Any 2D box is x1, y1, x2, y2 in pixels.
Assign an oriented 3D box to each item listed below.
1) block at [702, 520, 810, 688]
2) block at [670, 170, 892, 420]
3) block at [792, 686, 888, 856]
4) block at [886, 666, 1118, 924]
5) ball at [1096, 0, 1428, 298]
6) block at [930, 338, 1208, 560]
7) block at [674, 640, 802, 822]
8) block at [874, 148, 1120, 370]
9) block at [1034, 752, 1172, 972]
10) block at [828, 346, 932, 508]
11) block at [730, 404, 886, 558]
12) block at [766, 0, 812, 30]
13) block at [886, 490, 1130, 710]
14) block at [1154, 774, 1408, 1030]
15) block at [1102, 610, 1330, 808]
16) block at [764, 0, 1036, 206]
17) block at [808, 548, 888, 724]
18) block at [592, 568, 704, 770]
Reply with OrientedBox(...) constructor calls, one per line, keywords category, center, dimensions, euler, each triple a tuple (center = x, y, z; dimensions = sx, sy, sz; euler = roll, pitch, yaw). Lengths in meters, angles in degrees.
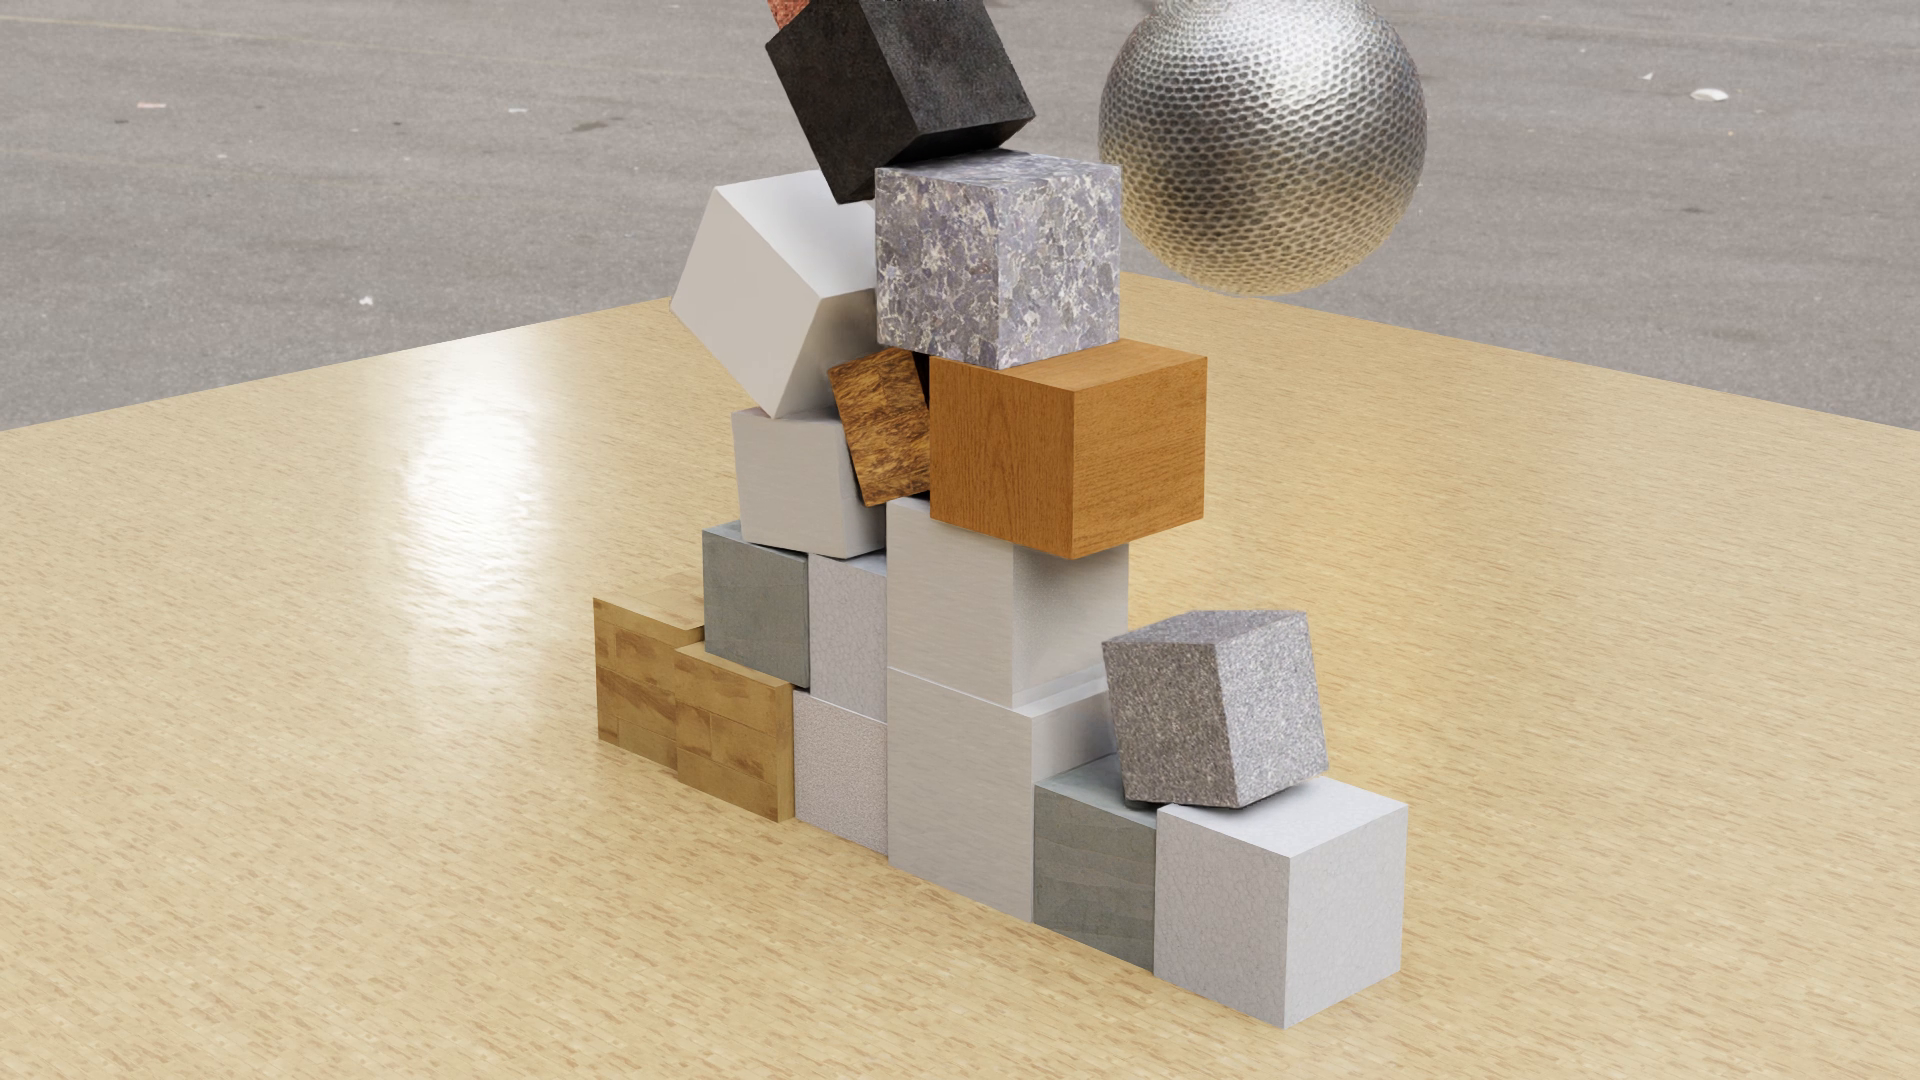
OrientedBox(category="block", center=(-0.737, 0.249, 14.204), dimensions=(0.707, 0.622, 0.726), euler=(-17, 24, -42))
OrientedBox(category="block", center=(-0.742, -1.167, 13.770), dimensions=(0.722, 0.721, 0.834), euler=(-16, 53, -42))
OrientedBox(category="block", center=(-0.295, 1.026, 13.993), dimensions=(0.710, 0.652, 0.695), euler=(17, 24, 42))
OrientedBox(category="block", center=(0.275, 1.050, 13.386), dimensions=(0.808, 0.971, 0.906), euler=(-17, 24, -42))
OrientedBox(category="ball", center=(1.467, -1.981, 14.256), dimensions=(1.600, 1.600, 1.600), euler=(0, 17, 0))
OrientedBox(category="block", center=(0.467, -0.442, 12.710), dimensions=(0.848, 0.725, 0.842), euler=(17, 24, 42))
OrientedBox(category="block", center=(-0.837, 0.856, 14.465), dimensions=(0.842, 0.692, 0.746), euler=(-17, 24, -42))
OrientedBox(category="block", center=(0.165, -1.238, 12.753), dimensions=(0.757, 0.769, 0.745), euler=(-16, 23, -42))
OrientedBox(category="block", center=(0.859, 1.370, 12.885), dimensions=(0.796, 0.659, 0.710), euler=(-17, 24, -42))
OrientedBox(category="block", center=(-0.130, -0.569, 13.299), dimensions=(0.557, 0.652, 0.579), euler=(-17, 1, -42))
OrientedBox(category="block", center=(-0.567, -0.327, 13.842), dimensions=(0.664, 0.622, 0.728), euler=(-17, 18, -42))
OrientedBox(category="block", center=(-0.558, -2.632, 13.072), dimensions=(0.529, 0.528, 0.524), euler=(-16, -12, -43))
OrientedBox(category="block", center=(0.214, 0.205, 13.158), dimensions=(0.746, 0.778, 0.786), euler=(-17, 24, -42))
OrientedBox(category="block", center=(1.349, 1.479, 12.365), dimensions=(0.784, 0.763, 0.710), euler=(-17, 24, -42))
OrientedBox(category="block", center=(1.082, 0.701, 12.409), dimensions=(0.596, 0.691, 0.638), euler=(-17, 11, -42))
OrientedBox(category="block", center=(-0.266, -2.036, 12.999), dimensions=(0.717, 0.806, 0.644), euler=(-16, -12, -43))
OrientedBox(category="block", center=(-0.260, 0.386, 13.756), dimensions=(0.592, 0.711, 0.669), euler=(17, 24, 42))
OrientedBox(category="block", center=(-1.357, 0.659, 14.967), dimensions=(0.695, 0.768, 0.729), euler=(-17, 24, -42))
